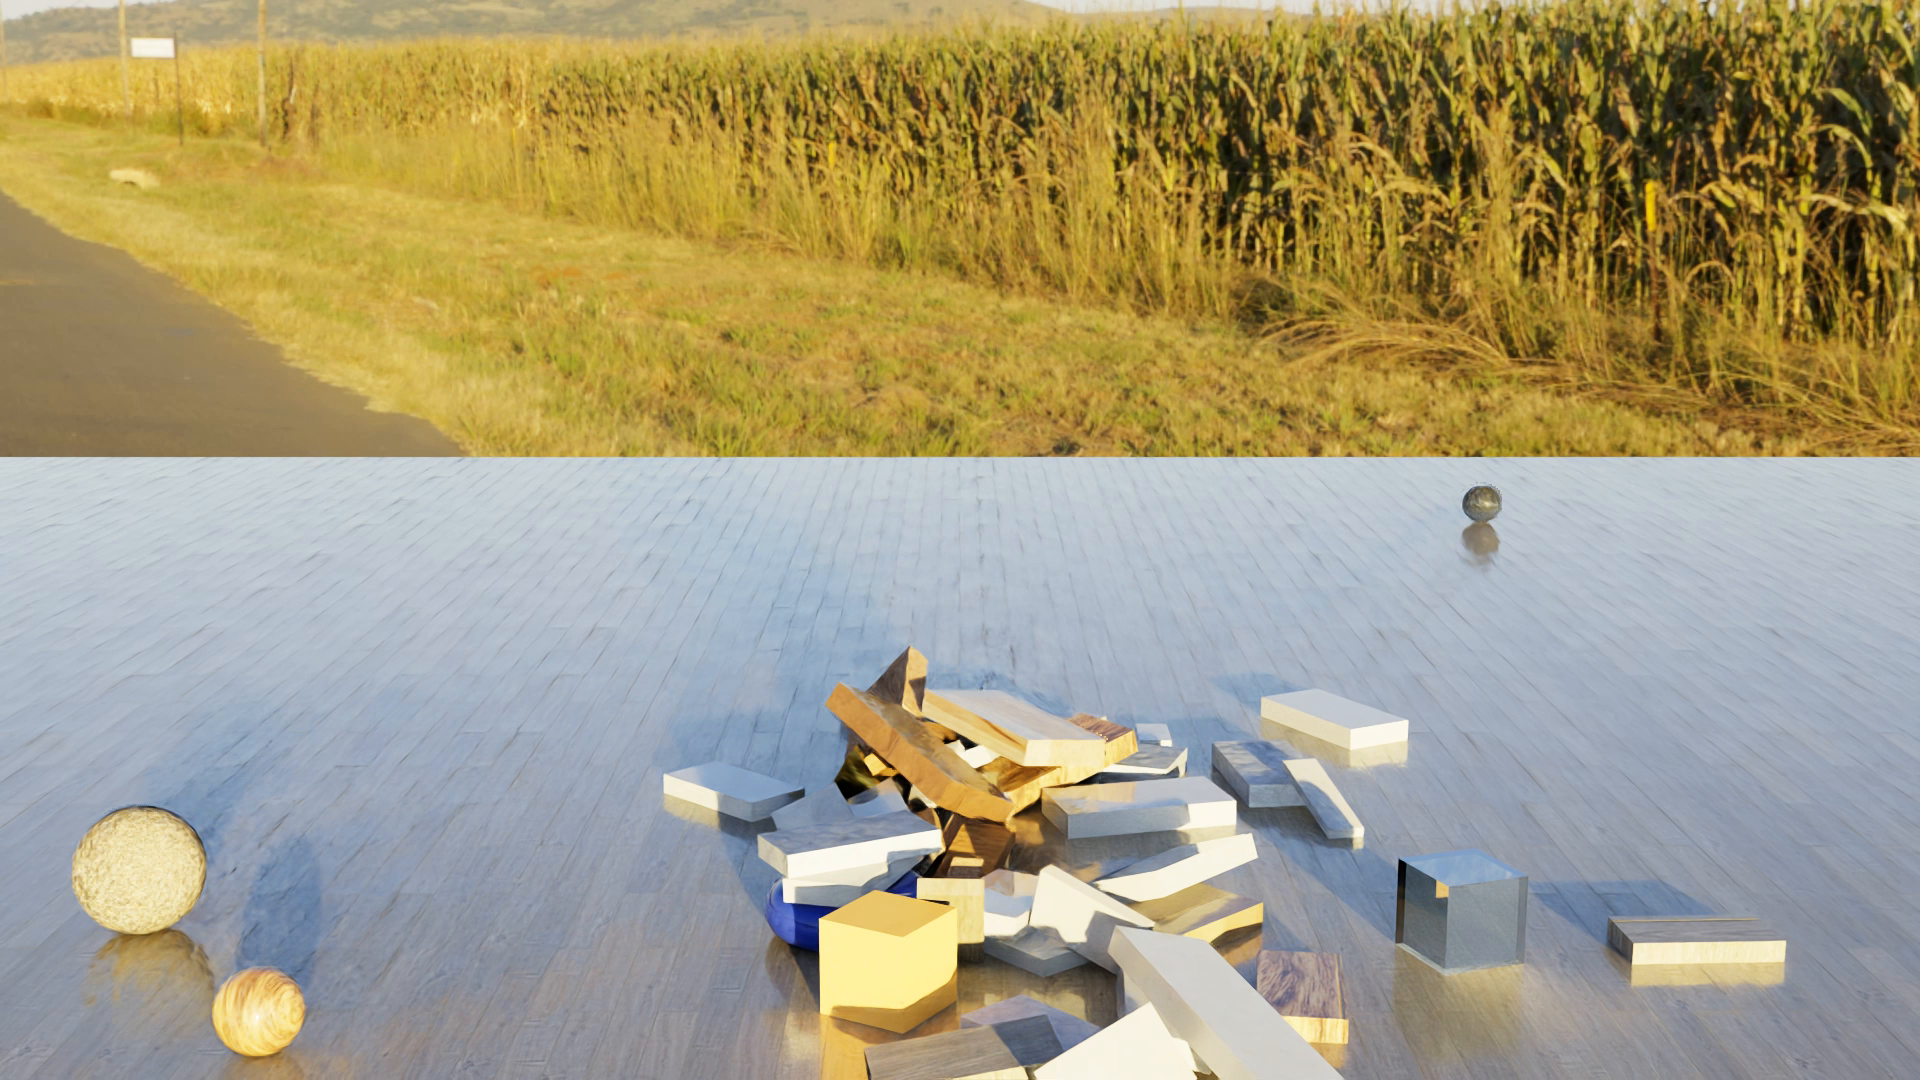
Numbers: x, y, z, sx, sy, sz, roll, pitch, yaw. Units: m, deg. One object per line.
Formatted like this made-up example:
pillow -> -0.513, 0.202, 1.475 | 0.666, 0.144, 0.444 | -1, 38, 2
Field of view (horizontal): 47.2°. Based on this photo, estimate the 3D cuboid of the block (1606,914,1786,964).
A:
block -> 1.142, 0.620, 3.417 | 0.236, 0.033, 0.118 | 0, 11, -2

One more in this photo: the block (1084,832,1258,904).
block -> 0.348, 0.545, 3.621 | 0.150, 0.042, 0.300 | -17, -5, 37

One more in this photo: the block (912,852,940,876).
block -> -0.073, 0.535, 3.635 | 0.052, 0.015, 0.104 | -15, 17, 27

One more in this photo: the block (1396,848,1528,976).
block -> 0.771, 0.571, 3.388 | 0.140, 0.140, 0.140 | -4, 11, -20

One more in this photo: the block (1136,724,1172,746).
block -> 0.403, 0.409, 4.591 | 0.065, 0.018, 0.131 | 0, 11, 1

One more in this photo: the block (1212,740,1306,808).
block -> 0.601, 0.453, 4.290 | 0.152, 0.043, 0.303 | -1, 11, -7

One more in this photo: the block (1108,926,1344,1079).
block -> 0.368, 0.658, 2.988 | 0.150, 0.042, 0.523 | 13, 10, -21

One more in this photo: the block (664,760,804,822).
block -> -0.430, 0.476, 4.180 | 0.260, 0.037, 0.130 | 10, 15, 44

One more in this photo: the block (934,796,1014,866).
block -> 0.025, 0.510, 3.862 | 0.093, 0.026, 0.185 | 4, 29, 18

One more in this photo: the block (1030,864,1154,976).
block -> 0.198, 0.580, 3.326 | 0.195, 0.098, 0.028 | 25, 26, 33

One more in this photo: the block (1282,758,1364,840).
block -> 0.670, 0.477, 4.074 | 0.065, 0.018, 0.265 | -3, 23, -10

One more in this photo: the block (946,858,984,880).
block -> 0.003, 0.567, 3.635 | 0.052, 0.015, 0.104 | 2, 35, 15

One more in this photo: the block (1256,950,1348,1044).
block -> 0.494, 0.660, 3.193 | 0.126, 0.036, 0.252 | 1, 11, 7

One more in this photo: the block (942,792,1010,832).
block -> 0.026, 0.504, 3.931 | 0.086, 0.024, 0.171 | 3, 28, 16

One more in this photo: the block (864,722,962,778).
block -> -0.089, 0.400, 4.189 | 0.128, 0.036, 0.256 | -35, -13, 7

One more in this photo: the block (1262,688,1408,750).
block -> 0.795, 0.379, 4.685 | 0.152, 0.043, 0.303 | -6, 12, -29

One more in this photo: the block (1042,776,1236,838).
block -> 0.329, 0.493, 4.066 | 0.323, 0.046, 0.162 | -3, 11, -15

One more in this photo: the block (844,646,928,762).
block -> -0.148, 0.349, 4.457 | 0.050, 0.177, 0.411 | 41, 11, -8

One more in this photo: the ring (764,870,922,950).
ring -> -0.174, 0.579, 3.484 | 0.273, 0.091, 0.273 | 0, 9, 0

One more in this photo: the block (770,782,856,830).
block -> -0.240, 0.516, 3.833 | 0.130, 0.037, 0.354 | -25, 15, -7

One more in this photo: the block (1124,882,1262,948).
block -> 0.324, 0.608, 3.456 | 0.300, 0.042, 0.150 | -10, 15, -44

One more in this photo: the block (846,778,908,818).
block -> -0.152, 0.503, 3.897 | 0.130, 0.037, 0.260 | -27, 14, -5

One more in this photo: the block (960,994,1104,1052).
block -> 0.123, 0.691, 3.033 | 0.118, 0.033, 0.236 | -9, 14, -41

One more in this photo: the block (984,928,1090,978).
block -> 0.099, 0.625, 3.406 | 0.098, 0.028, 0.195 | -9, 14, -40

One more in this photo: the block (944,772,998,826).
block -> 0.021, 0.484, 4.027 | 0.086, 0.024, 0.171 | -1, 27, 7

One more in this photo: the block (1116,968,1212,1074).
block -> 0.285, 0.663, 3.064 | 0.126, 0.036, 0.252 | 16, 9, 0

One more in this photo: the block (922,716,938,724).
block -> -0.072, 0.399, 4.446 | 0.128, 0.036, 0.256 | -24, 8, 6

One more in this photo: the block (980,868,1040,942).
block -> 0.072, 0.576, 3.482 | 0.130, 0.037, 0.259 | 8, 7, 21

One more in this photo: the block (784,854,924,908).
block -> -0.165, 0.518, 3.466 | 0.130, 0.037, 0.259 | 2, 10, 20

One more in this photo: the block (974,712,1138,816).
block -> 0.165, 0.428, 4.216 | 0.323, 0.046, 0.162 | -23, 21, -31

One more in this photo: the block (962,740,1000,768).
block -> 0.033, 0.409, 4.256 | 0.128, 0.036, 0.272 | -24, -1, 17

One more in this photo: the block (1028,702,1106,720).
block -> 0.139, 0.387, 4.646 | 0.303, 0.043, 0.152 | 7, 13, 35

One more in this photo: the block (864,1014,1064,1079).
block -> 0.007, 0.694, 2.908 | 0.252, 0.036, 0.126 | -8, 16, -8

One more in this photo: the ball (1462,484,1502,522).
ball -> 1.696, -0.119, 7.147 | 0.123, 0.123, 0.123 | 0, 11, 0

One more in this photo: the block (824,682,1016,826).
block -> -0.073, 0.379, 3.895 | 0.177, 0.050, 0.355 | 27, 7, -45

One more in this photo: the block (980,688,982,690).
block -> 0.055, 0.345, 4.702 | 0.065, 0.018, 0.131 | -7, 13, -33

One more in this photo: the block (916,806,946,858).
block -> -0.077, 0.525, 3.832 | 0.093, 0.026, 0.185 | -30, 12, 1

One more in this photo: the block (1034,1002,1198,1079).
block -> 0.203, 0.689, 2.827 | 0.033, 0.118, 0.236 | -41, -16, 34

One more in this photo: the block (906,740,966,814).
block -> -0.045, 0.444, 4.065 | 0.086, 0.024, 0.171 | -21, 27, 21

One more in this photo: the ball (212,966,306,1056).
ball -> -0.964, 0.647, 3.024 | 0.123, 0.123, 0.123 | 0, 11, 0

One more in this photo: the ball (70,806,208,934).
ball -> -1.298, 0.522, 3.481 | 0.203, 0.203, 0.203 | 0, 11, 0

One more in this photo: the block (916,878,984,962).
block -> -0.013, 0.572, 3.300 | 0.098, 0.195, 0.028 | 1, 50, 1

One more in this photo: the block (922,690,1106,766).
block -> 0.097, 0.354, 4.170 | 0.177, 0.050, 0.355 | 3, 10, -34

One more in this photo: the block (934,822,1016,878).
block -> 0.025, 0.542, 3.732 | 0.093, 0.026, 0.185 | 4, 25, 17

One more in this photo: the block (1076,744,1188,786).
block -> 0.272, 0.440, 4.353 | 0.323, 0.046, 0.162 | 4, 11, 19

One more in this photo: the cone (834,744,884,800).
cone -> -0.163, 0.475, 4.122 | 0.137, 0.137, 0.137 | 29, 15, 6

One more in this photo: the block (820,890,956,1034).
block -> -0.103, 0.608, 3.182 | 0.143, 0.143, 0.143 | 6, 12, 31

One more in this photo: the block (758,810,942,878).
block -> -0.175, 0.479, 3.477 | 0.259, 0.037, 0.130 | -6, 10, -25

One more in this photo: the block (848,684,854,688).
block -> -0.229, 0.354, 4.778 | 0.017, 0.059, 0.119 | -5, 12, -26
